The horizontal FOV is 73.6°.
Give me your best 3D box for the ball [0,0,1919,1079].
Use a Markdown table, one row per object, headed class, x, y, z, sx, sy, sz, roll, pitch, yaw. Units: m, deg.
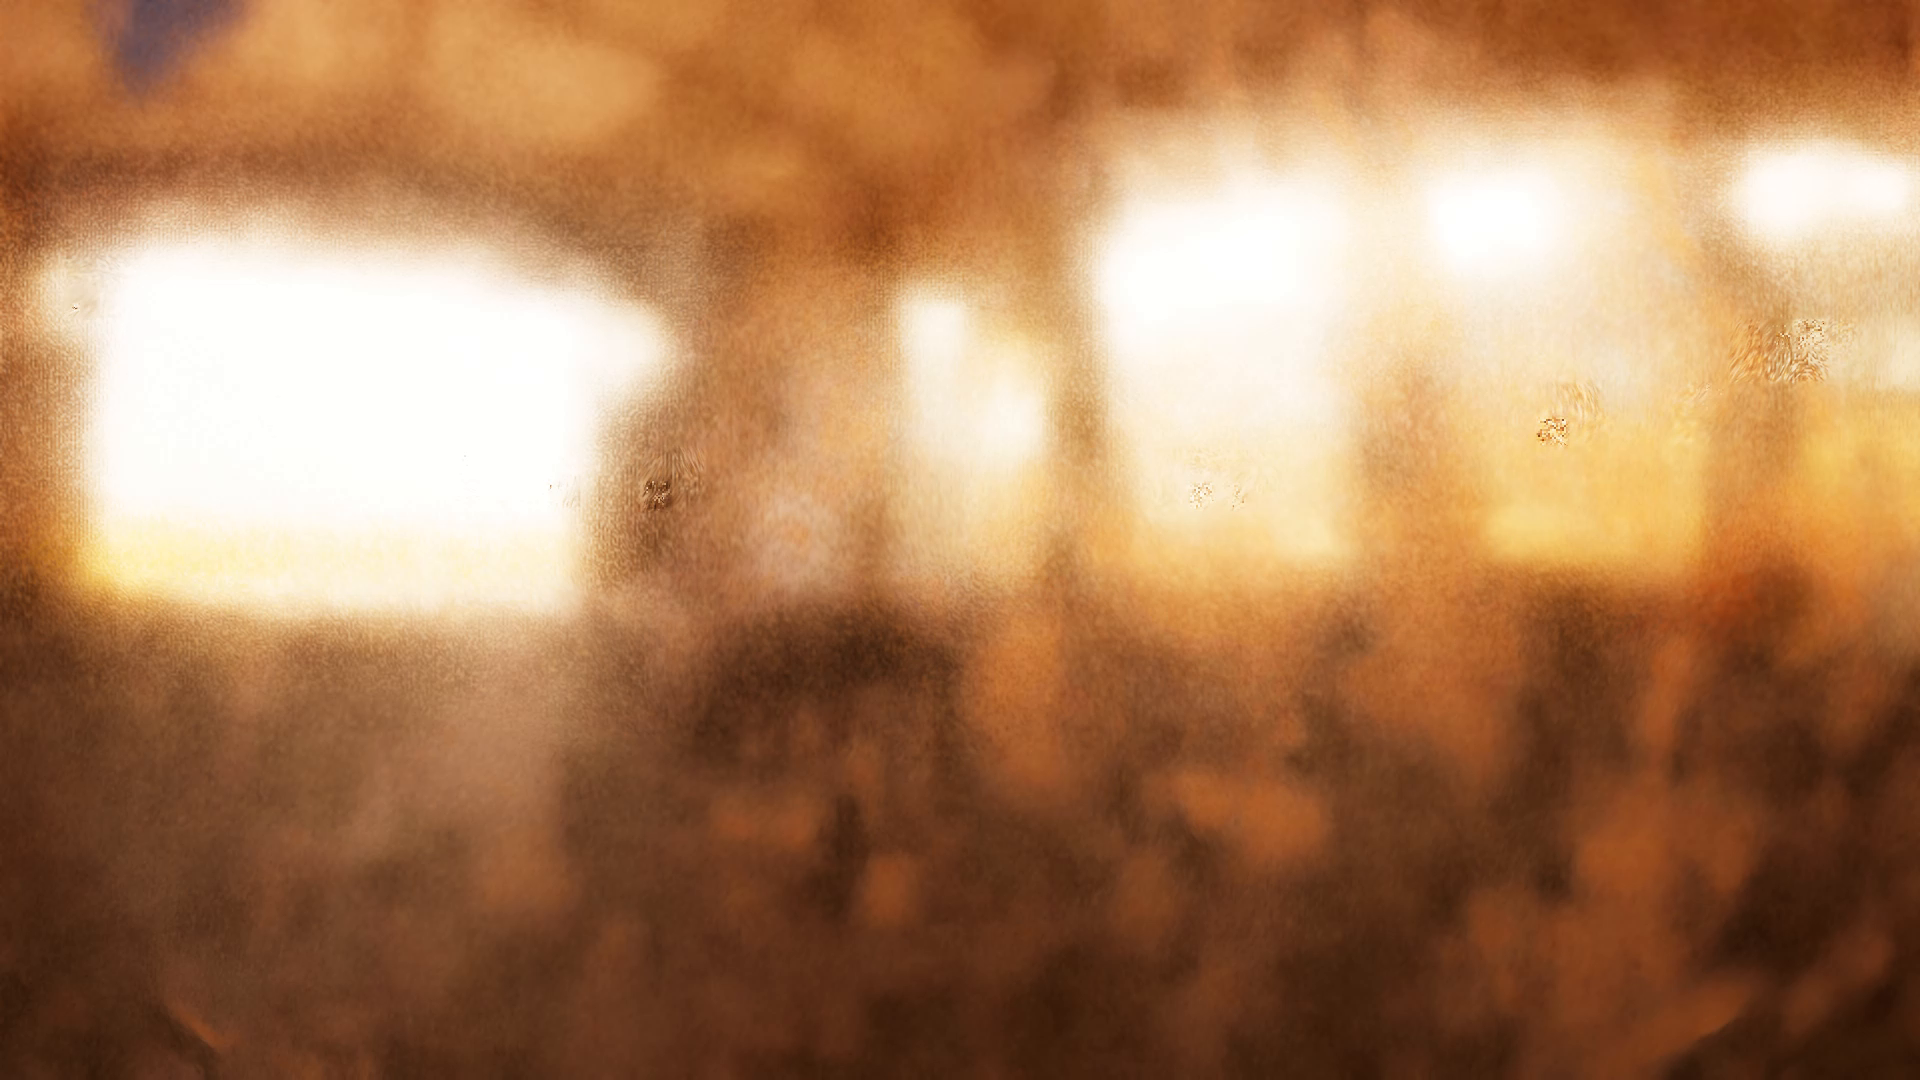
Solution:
| class | x | y | z | sx | sy | sz | roll | pitch | yaw |
| --- | --- | --- | --- | --- | --- | --- | --- | --- | --- |
| ball | 0.000 | -0.002 | 0.056 | 0.080 | 0.080 | 0.080 | 0 | 4 | 0 |
